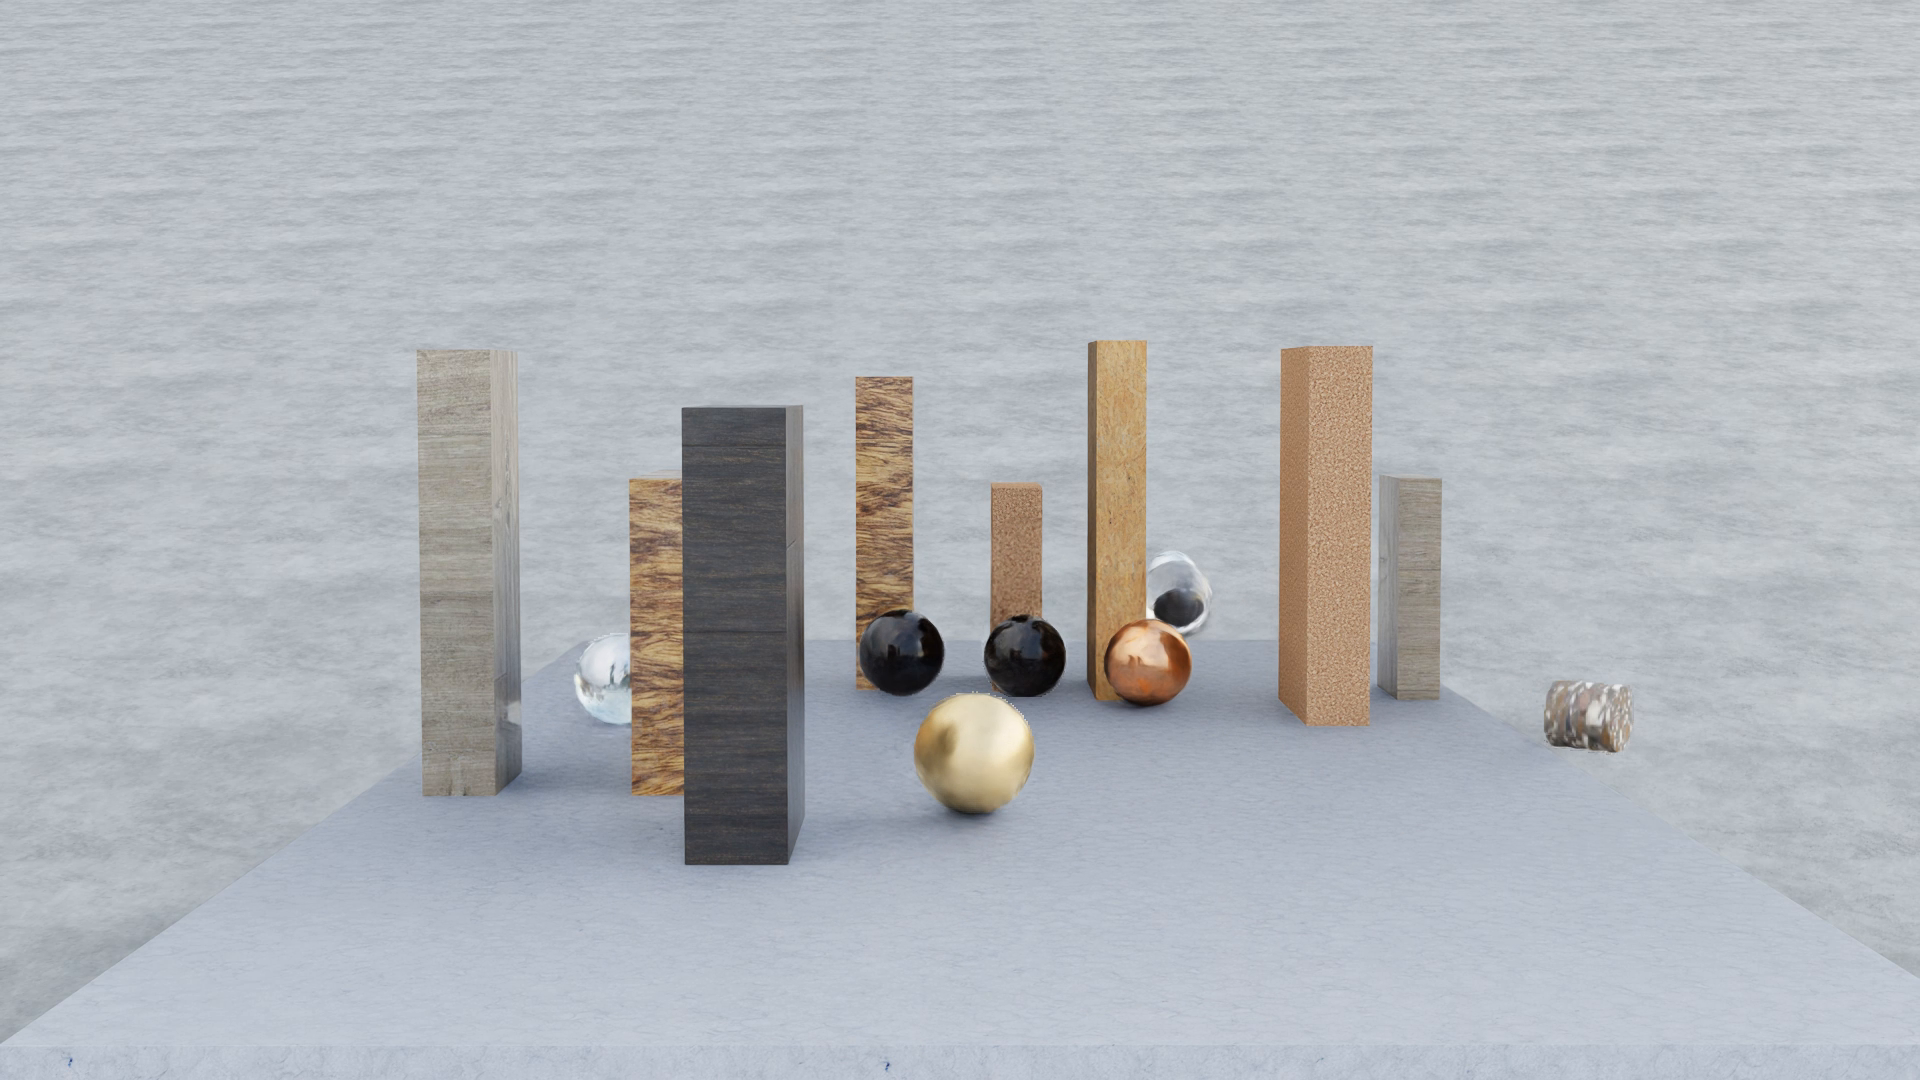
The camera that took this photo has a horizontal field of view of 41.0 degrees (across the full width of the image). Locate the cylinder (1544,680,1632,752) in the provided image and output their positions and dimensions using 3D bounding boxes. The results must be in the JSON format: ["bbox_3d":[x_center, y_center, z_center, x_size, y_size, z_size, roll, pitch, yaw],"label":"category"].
[{"bbox_3d":[1.215,0.340,4.969,0.130,0.130,0.130,4,19,34],"label":"cylinder"}]

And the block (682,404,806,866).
[{"bbox_3d":[-0.304,0.119,3.659,0.140,0.619,0.399,0,3,0],"label":"block"}]

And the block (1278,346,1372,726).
[{"bbox_3d":[0.719,-0.019,5.080,0.119,0.721,0.427,0,3,0],"label":"block"}]

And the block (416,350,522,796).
[{"bbox_3d":[-0.793,0.046,4.168,0.115,0.705,0.251,0,3,0],"label":"block"}]

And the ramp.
[{"bbox_3d":[0.047,0.426,4.533,2.000,0.100,4.000,0,3,0],"label":"ramp"}]

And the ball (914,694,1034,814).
[{"bbox_3d":[0.021,0.324,3.892,0.182,0.182,0.182,0,20,0],"label":"ball"}]

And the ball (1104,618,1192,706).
[{"bbox_3d":[0.379,0.248,5.182,0.177,0.177,0.177,0,20,0],"label":"ball"}]

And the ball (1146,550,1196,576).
[{"bbox_3d":[0.580,0.098,7.028,0.140,0.140,0.140,0,20,0],"label":"ball"}]

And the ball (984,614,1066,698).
[{"bbox_3d":[0.135,0.241,5.338,0.171,0.171,0.171,0,20,0],"label":"ball"}]

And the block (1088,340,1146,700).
[{"bbox_3d":[0.330,-0.050,5.442,0.102,0.739,0.360,0,3,0],"label":"block"}]

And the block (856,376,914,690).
[{"bbox_3d":[-0.161,-0.020,5.567,0.120,0.666,0.248,0,3,0],"label":"block"}]

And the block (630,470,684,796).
[{"bbox_3d":[-0.466,0.141,4.270,0.110,0.502,0.430,0,3,0],"label":"block"}]

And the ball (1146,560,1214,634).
[{"bbox_3d":[0.573,0.151,6.806,0.194,0.194,0.194,0,20,0],"label":"ball"}]

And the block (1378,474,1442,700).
[{"bbox_3d":[0.944,0.094,5.399,0.087,0.456,0.251,0,3,0],"label":"block"}]

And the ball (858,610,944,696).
[{"bbox_3d":[-0.122,0.235,5.360,0.181,0.181,0.181,0,20,0],"label":"ball"}]

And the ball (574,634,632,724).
[{"bbox_3d":[-0.651,0.267,4.915,0.172,0.172,0.172,0,20,0],"label":"ball"}]

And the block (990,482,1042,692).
[{"bbox_3d":[0.121,0.096,5.582,0.104,0.431,0.312,0,3,0],"label":"block"}]
